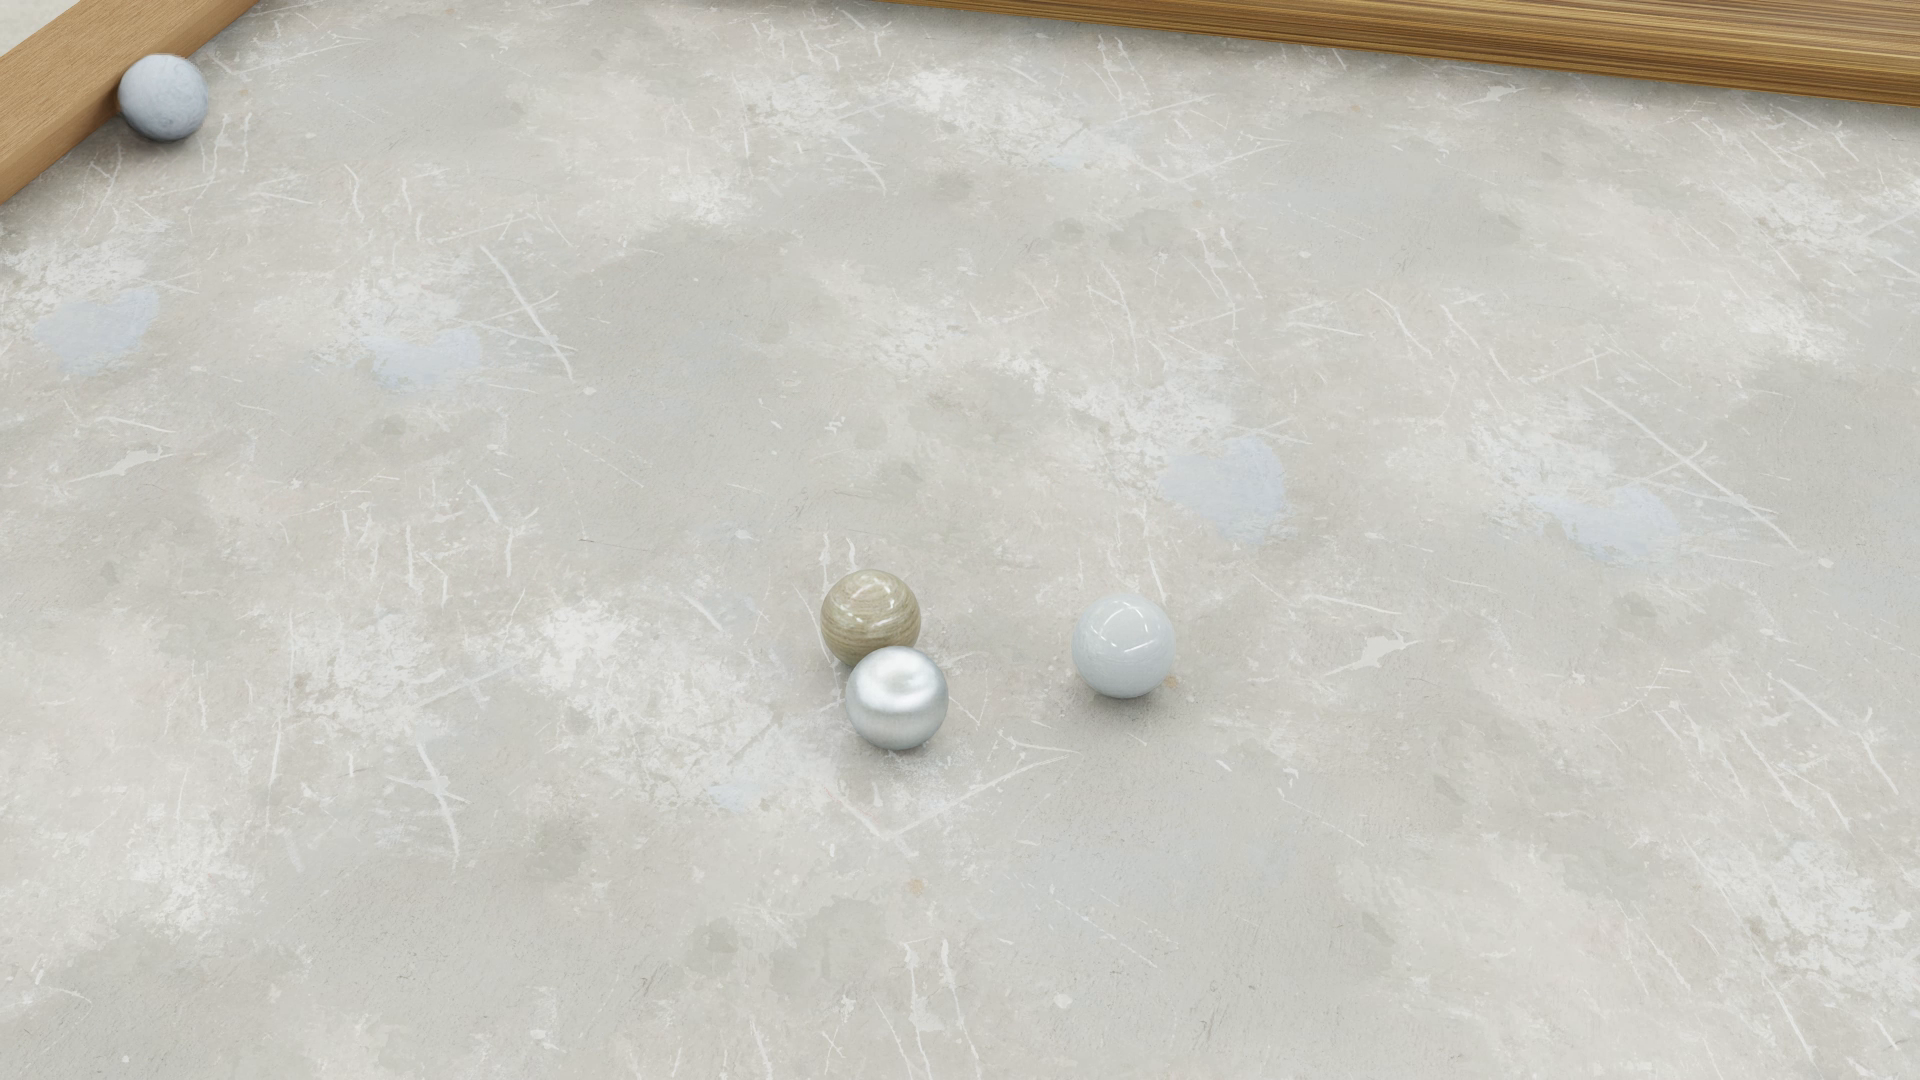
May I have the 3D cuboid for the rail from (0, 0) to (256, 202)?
[{"bbox_3d":[-0.987,-0.167,2.099,0.045,0.128,2.140,8,35,12],"label":"rail"}]

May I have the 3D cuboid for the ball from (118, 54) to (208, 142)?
[{"bbox_3d":[-0.788,-0.437,2.539,0.086,0.086,0.086,0,34,0],"label":"ball"}]

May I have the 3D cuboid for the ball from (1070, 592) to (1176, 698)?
[{"bbox_3d":[0.114,0.074,1.794,0.074,0.074,0.074,0,34,0],"label":"ball"}]

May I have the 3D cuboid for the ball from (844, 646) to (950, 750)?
[{"bbox_3d":[-0.043,0.107,1.747,0.071,0.071,0.071,0,34,0],"label":"ball"}]

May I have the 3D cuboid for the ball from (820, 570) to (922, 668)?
[{"bbox_3d":[-0.063,0.057,1.821,0.072,0.072,0.072,0,34,0],"label":"ball"}]

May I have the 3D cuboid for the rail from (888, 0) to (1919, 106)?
[{"bbox_3d":[1.276,-0.440,2.503,4.177,0.128,0.045,8,35,12],"label":"rail"}]
